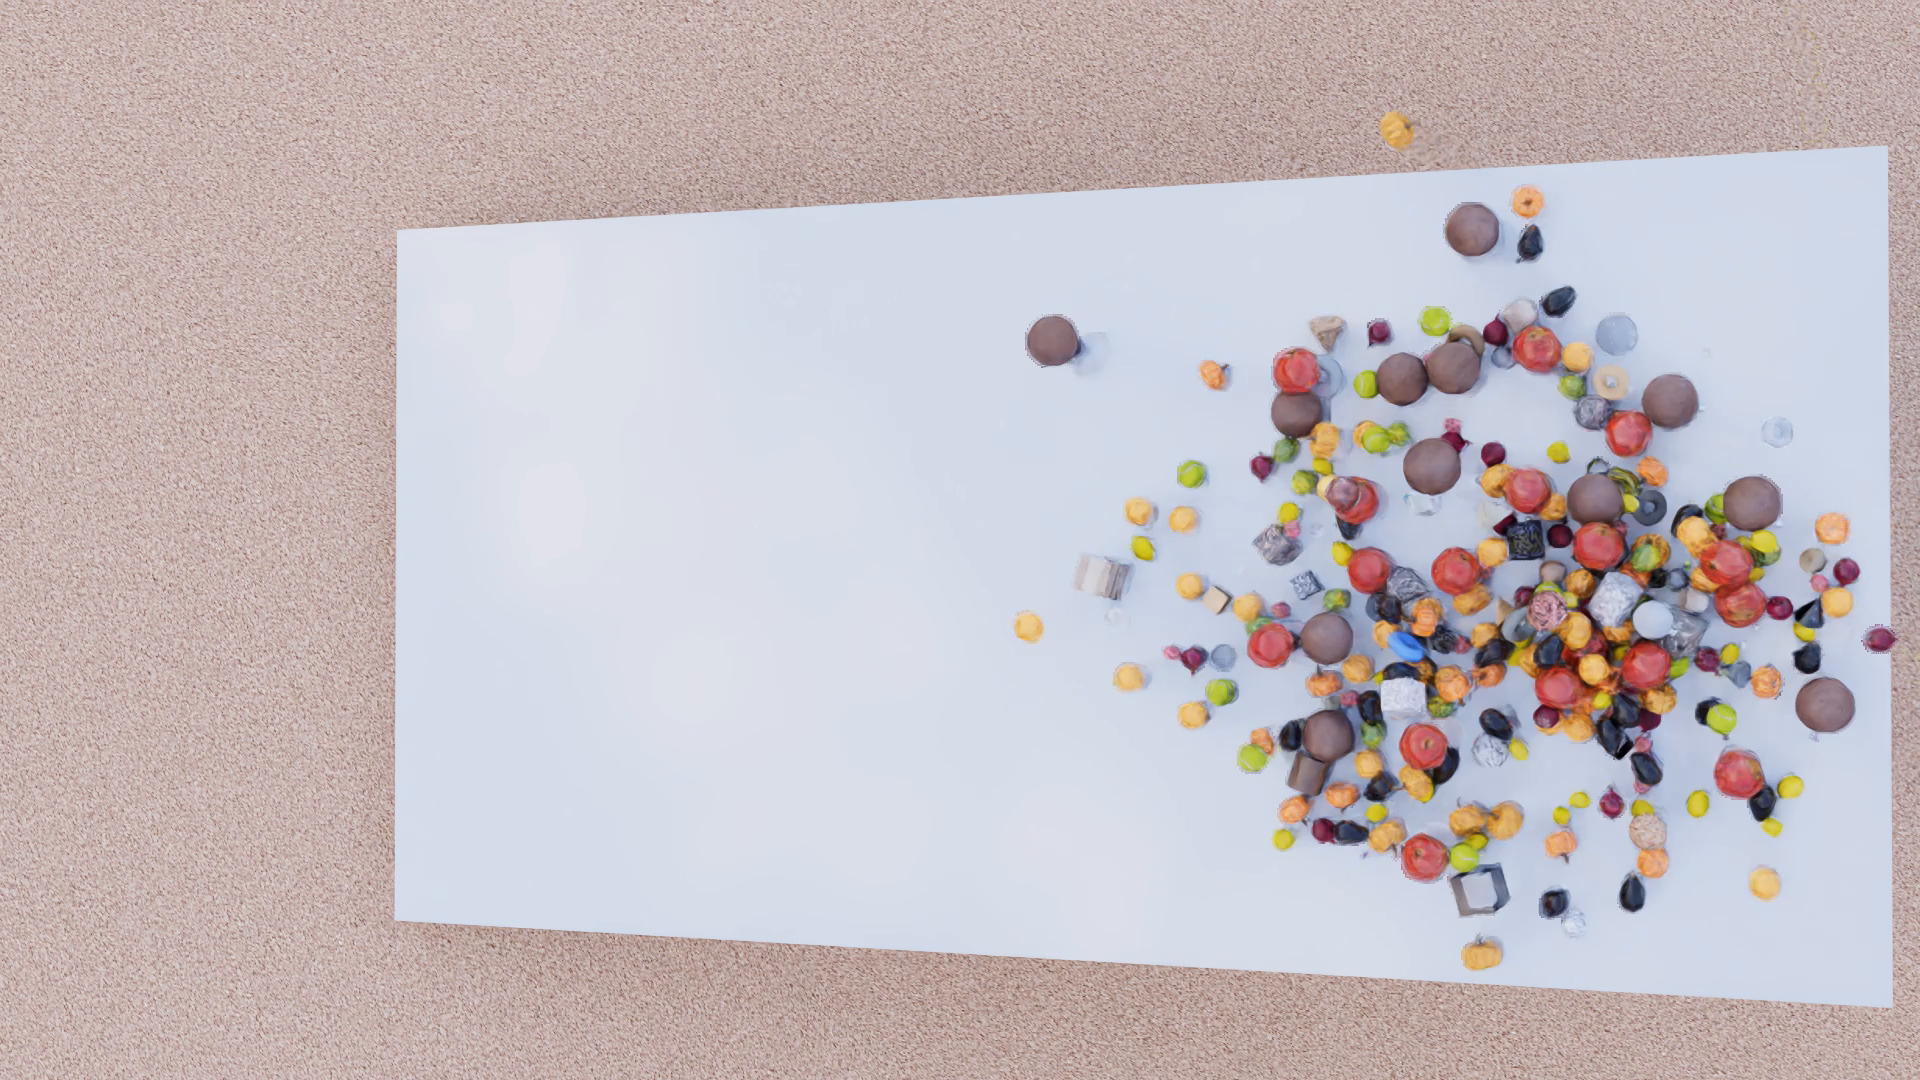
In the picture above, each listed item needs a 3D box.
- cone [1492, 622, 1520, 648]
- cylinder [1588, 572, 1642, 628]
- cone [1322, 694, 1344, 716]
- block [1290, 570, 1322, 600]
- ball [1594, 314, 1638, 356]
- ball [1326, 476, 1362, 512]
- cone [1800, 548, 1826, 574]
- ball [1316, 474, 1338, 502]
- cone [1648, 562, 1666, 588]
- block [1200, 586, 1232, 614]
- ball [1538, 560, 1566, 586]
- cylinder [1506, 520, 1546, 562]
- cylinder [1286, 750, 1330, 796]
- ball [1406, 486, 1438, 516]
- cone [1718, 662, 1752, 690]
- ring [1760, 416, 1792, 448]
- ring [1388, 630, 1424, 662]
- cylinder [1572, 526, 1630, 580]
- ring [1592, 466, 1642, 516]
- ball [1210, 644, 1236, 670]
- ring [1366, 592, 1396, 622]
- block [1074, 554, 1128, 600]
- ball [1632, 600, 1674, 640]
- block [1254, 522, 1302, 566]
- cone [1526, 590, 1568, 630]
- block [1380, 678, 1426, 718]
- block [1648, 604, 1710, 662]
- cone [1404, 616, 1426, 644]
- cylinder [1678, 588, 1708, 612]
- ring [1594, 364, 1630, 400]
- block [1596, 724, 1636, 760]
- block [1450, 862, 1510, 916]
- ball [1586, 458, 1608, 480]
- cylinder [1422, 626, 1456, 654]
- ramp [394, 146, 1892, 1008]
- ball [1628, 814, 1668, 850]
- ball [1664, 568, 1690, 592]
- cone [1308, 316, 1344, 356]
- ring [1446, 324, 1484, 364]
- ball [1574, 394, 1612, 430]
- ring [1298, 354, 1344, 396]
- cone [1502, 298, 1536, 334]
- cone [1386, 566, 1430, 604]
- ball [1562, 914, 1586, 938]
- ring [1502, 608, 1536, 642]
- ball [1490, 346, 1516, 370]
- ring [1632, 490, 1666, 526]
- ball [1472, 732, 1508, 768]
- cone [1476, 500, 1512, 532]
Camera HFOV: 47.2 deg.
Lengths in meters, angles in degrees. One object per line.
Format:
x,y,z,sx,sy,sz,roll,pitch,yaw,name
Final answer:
1.324,0.232,5.366,0.072,0.072,0.072,1,82,-4,cone
1.548,0.141,5.198,0.094,0.094,0.094,20,124,0,cylinder
0.943,0.400,5.491,0.053,0.053,0.053,-39,89,-13,cone
0.865,0.113,5.505,0.054,0.054,0.054,-32,80,16,block
1.569,-0.490,5.253,0.099,0.099,0.099,0,89,0,ball
0.925,-0.112,5.311,0.086,0.086,0.086,0,89,0,ball
1.989,0.048,5.125,0.060,0.060,0.060,0,90,18,cone
0.923,-0.128,5.481,0.070,0.070,0.070,0,89,0,ball
1.663,0.075,5.251,0.061,0.061,0.061,-15,57,0,cone
0.651,0.152,5.577,0.052,0.052,0.052,39,101,15,block
1.431,0.078,5.312,0.062,0.062,0.062,0,89,0,ball
1.356,0.002,5.272,0.083,0.083,0.083,-9,96,0,cylinder
0.868,0.582,5.480,0.088,0.088,0.088,18,95,0,cylinder
1.137,-0.095,5.406,0.075,0.075,0.075,0,89,0,ball
1.820,0.311,5.194,0.067,0.067,0.067,19,89,44,cone
1.916,-0.253,5.157,0.080,0.027,0.080,2,82,-13,ring
1.086,0.260,5.365,0.097,0.097,0.032,33,118,0,ring
1.532,0.036,5.258,0.096,0.096,0.096,40,89,17,cylinder
1.576,-0.117,5.277,0.117,0.039,0.117,0,89,17,ring
0.667,0.296,5.563,0.066,0.066,0.066,0,89,0,ball
1.044,0.168,5.459,0.075,0.025,0.075,1,93,18,ring
0.361,0.096,5.630,0.091,0.091,0.091,16,91,33,block
1.611,0.187,5.113,0.090,0.090,0.090,0,89,0,ball
0.795,0.012,5.505,0.071,0.071,0.071,-46,55,23,block
1.355,0.153,5.142,0.099,0.099,0.099,-12,68,32,cone
1.068,0.381,5.296,0.076,0.076,0.076,21,66,-38,block
1.693,0.216,5.179,0.084,0.084,0.084,-28,54,-29,block
1.128,0.212,5.428,0.067,0.067,0.067,11,65,0,cone
1.719,0.142,5.155,0.052,0.052,0.052,7,89,-4,cylinder
1.546,-0.375,5.217,0.088,0.029,0.088,14,114,35,ring
1.567,0.484,5.253,0.052,0.052,0.052,26,110,-38,block
1.259,0.845,5.320,0.095,0.095,0.095,-14,93,38,block
1.520,-0.169,5.242,0.050,0.050,0.050,0,89,0,ball
1.169,0.243,5.356,0.057,0.057,0.057,-12,111,-34,cylinder
0.277,0.092,5.784,4.000,0.100,2.000,0,89,19,ramp
1.606,0.681,5.134,0.088,0.088,0.088,0,89,0,ball
1.691,0.095,5.188,0.056,0.056,0.056,0,89,0,ball
0.919,-0.501,5.494,0.089,0.089,0.089,-11,116,0,cone
1.238,-0.480,5.385,0.098,0.033,0.098,15,120,27,ring
1.518,-0.308,5.274,0.088,0.088,0.088,0,89,0,ball
0.900,-0.410,5.492,0.115,0.038,0.115,10,120,17,ring
1.334,-0.546,5.324,0.087,0.087,0.087,-2,88,45,cone
1.113,0.120,5.376,0.099,0.099,0.099,-7,104,-30,cone
1.478,0.927,5.287,0.057,0.057,0.057,0,89,0,ball
1.340,0.203,5.257,0.097,0.032,0.097,-13,127,-18,ring
1.324,-0.442,5.355,0.060,0.060,0.060,0,89,0,ball
1.644,-0.077,5.245,0.087,0.029,0.087,-2,106,-6,ring
1.288,0.511,5.340,0.088,0.088,0.088,0,89,0,ball
1.281,-0.062,5.231,0.076,0.076,0.076,-9,89,-11,cone
